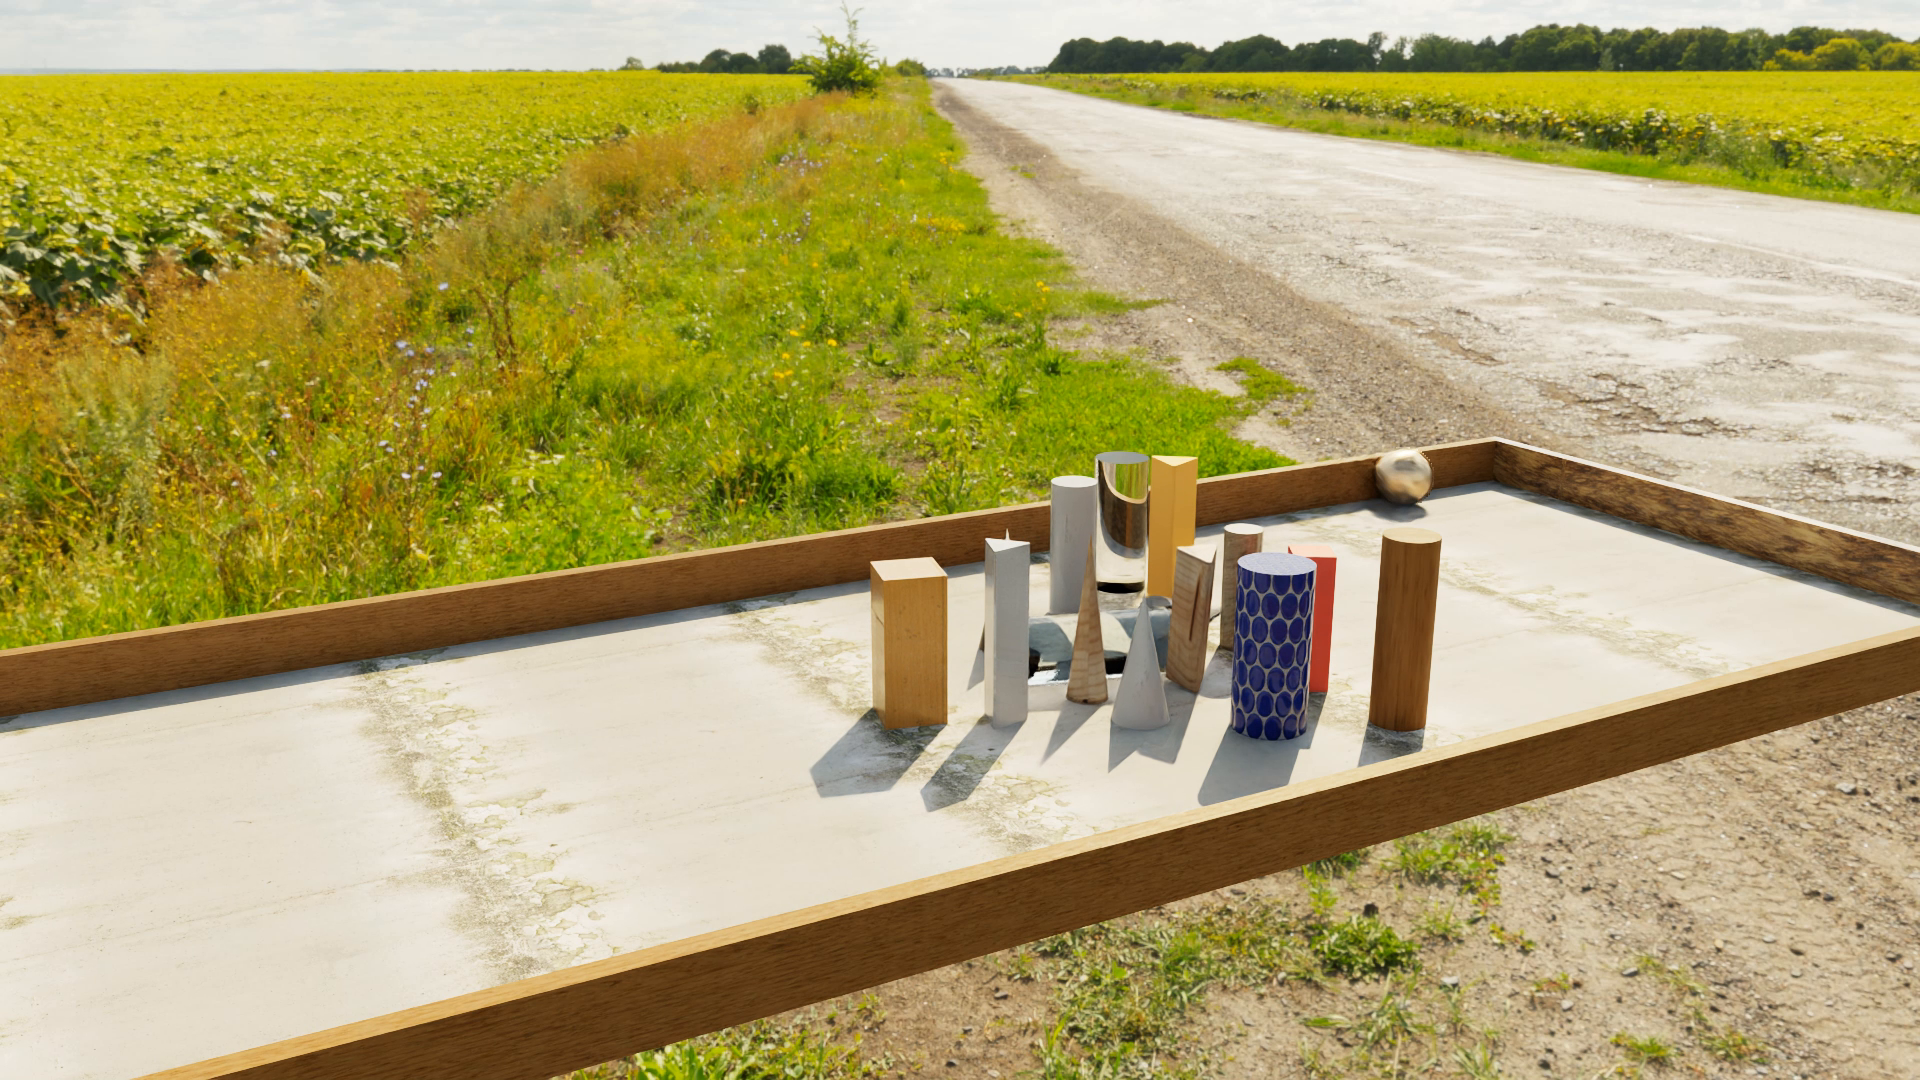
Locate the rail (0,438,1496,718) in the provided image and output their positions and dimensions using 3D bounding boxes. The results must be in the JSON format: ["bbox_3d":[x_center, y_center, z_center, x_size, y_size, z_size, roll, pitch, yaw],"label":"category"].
[{"bbox_3d":[-3.305,0.497,3.399,12.000,0.150,0.050,-9,18,-27],"label":"rail"}]

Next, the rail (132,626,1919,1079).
[{"bbox_3d":[-2.336,1.006,1.665,12.000,0.150,0.050,-9,18,-27],"label":"rail"}]

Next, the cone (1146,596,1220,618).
[{"bbox_3d":[0.644,0.203,4.552,0.127,0.127,0.362,14,11,39],"label":"cone"}]

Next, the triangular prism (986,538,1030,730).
[{"bbox_3d":[0.090,0.215,3.855,0.107,0.434,0.092,-14,21,-39],"label":"triangular prism"}]

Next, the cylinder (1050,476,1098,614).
[{"bbox_3d":[0.316,0.021,4.606,0.129,0.382,0.129,0,16,0],"label":"cylinder"}]

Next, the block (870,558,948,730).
[{"bbox_3d":[-0.120,0.242,3.884,0.150,0.366,0.150,-4,17,-14],"label":"block"}]

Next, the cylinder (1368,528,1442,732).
[{"bbox_3d":[1.034,0.208,3.836,0.132,0.457,0.132,0,16,0],"label":"cylinder"}]

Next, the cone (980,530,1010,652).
[{"bbox_3d":[0.123,0.126,4.346,0.146,0.326,0.146,0,16,0],"label":"cone"}]

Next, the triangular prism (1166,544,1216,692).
[{"bbox_3d":[0.585,0.185,4.046,0.088,0.364,0.102,-23,36,-38],"label":"triangular prism"}]

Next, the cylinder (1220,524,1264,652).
[{"bbox_3d":[0.741,0.126,4.350,0.101,0.324,0.101,0,16,0],"label":"cylinder"}]

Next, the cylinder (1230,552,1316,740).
[{"bbox_3d":[0.723,0.244,3.816,0.178,0.398,0.178,0,16,0],"label":"cylinder"}]

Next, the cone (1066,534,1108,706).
[{"bbox_3d":[0.312,0.183,3.982,0.104,0.423,0.104,0,16,0],"label":"cone"}]

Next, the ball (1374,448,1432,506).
[{"bbox_3d":[1.546,-0.220,5.755,0.196,0.196,0.196,0,16,0],"label":"ball"}]

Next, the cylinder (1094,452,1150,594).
[{"bbox_3d":[0.471,-0.052,4.840,0.158,0.390,0.158,0,16,0],"label":"cylinder"}]

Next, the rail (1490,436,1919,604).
[{"bbox_3d":[2.466,-0.048,5.253,0.050,0.150,2.100,-9,18,-27],"label":"rail"}]

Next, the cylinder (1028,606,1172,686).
[{"bbox_3d":[0.351,0.265,4.152,0.412,0.170,0.170,-4,17,-13],"label":"cylinder"}]

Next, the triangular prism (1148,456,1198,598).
[{"bbox_3d":[0.571,-0.006,4.574,0.108,0.451,0.124,12,20,36],"label":"triangular prism"}]

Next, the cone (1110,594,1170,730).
[{"bbox_3d":[0.428,0.271,3.872,0.140,0.316,0.140,0,16,0],"label":"cone"}]

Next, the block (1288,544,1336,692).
[{"bbox_3d":[0.861,0.194,4.078,0.101,0.348,0.101,1,16,2],"label":"block"}]
